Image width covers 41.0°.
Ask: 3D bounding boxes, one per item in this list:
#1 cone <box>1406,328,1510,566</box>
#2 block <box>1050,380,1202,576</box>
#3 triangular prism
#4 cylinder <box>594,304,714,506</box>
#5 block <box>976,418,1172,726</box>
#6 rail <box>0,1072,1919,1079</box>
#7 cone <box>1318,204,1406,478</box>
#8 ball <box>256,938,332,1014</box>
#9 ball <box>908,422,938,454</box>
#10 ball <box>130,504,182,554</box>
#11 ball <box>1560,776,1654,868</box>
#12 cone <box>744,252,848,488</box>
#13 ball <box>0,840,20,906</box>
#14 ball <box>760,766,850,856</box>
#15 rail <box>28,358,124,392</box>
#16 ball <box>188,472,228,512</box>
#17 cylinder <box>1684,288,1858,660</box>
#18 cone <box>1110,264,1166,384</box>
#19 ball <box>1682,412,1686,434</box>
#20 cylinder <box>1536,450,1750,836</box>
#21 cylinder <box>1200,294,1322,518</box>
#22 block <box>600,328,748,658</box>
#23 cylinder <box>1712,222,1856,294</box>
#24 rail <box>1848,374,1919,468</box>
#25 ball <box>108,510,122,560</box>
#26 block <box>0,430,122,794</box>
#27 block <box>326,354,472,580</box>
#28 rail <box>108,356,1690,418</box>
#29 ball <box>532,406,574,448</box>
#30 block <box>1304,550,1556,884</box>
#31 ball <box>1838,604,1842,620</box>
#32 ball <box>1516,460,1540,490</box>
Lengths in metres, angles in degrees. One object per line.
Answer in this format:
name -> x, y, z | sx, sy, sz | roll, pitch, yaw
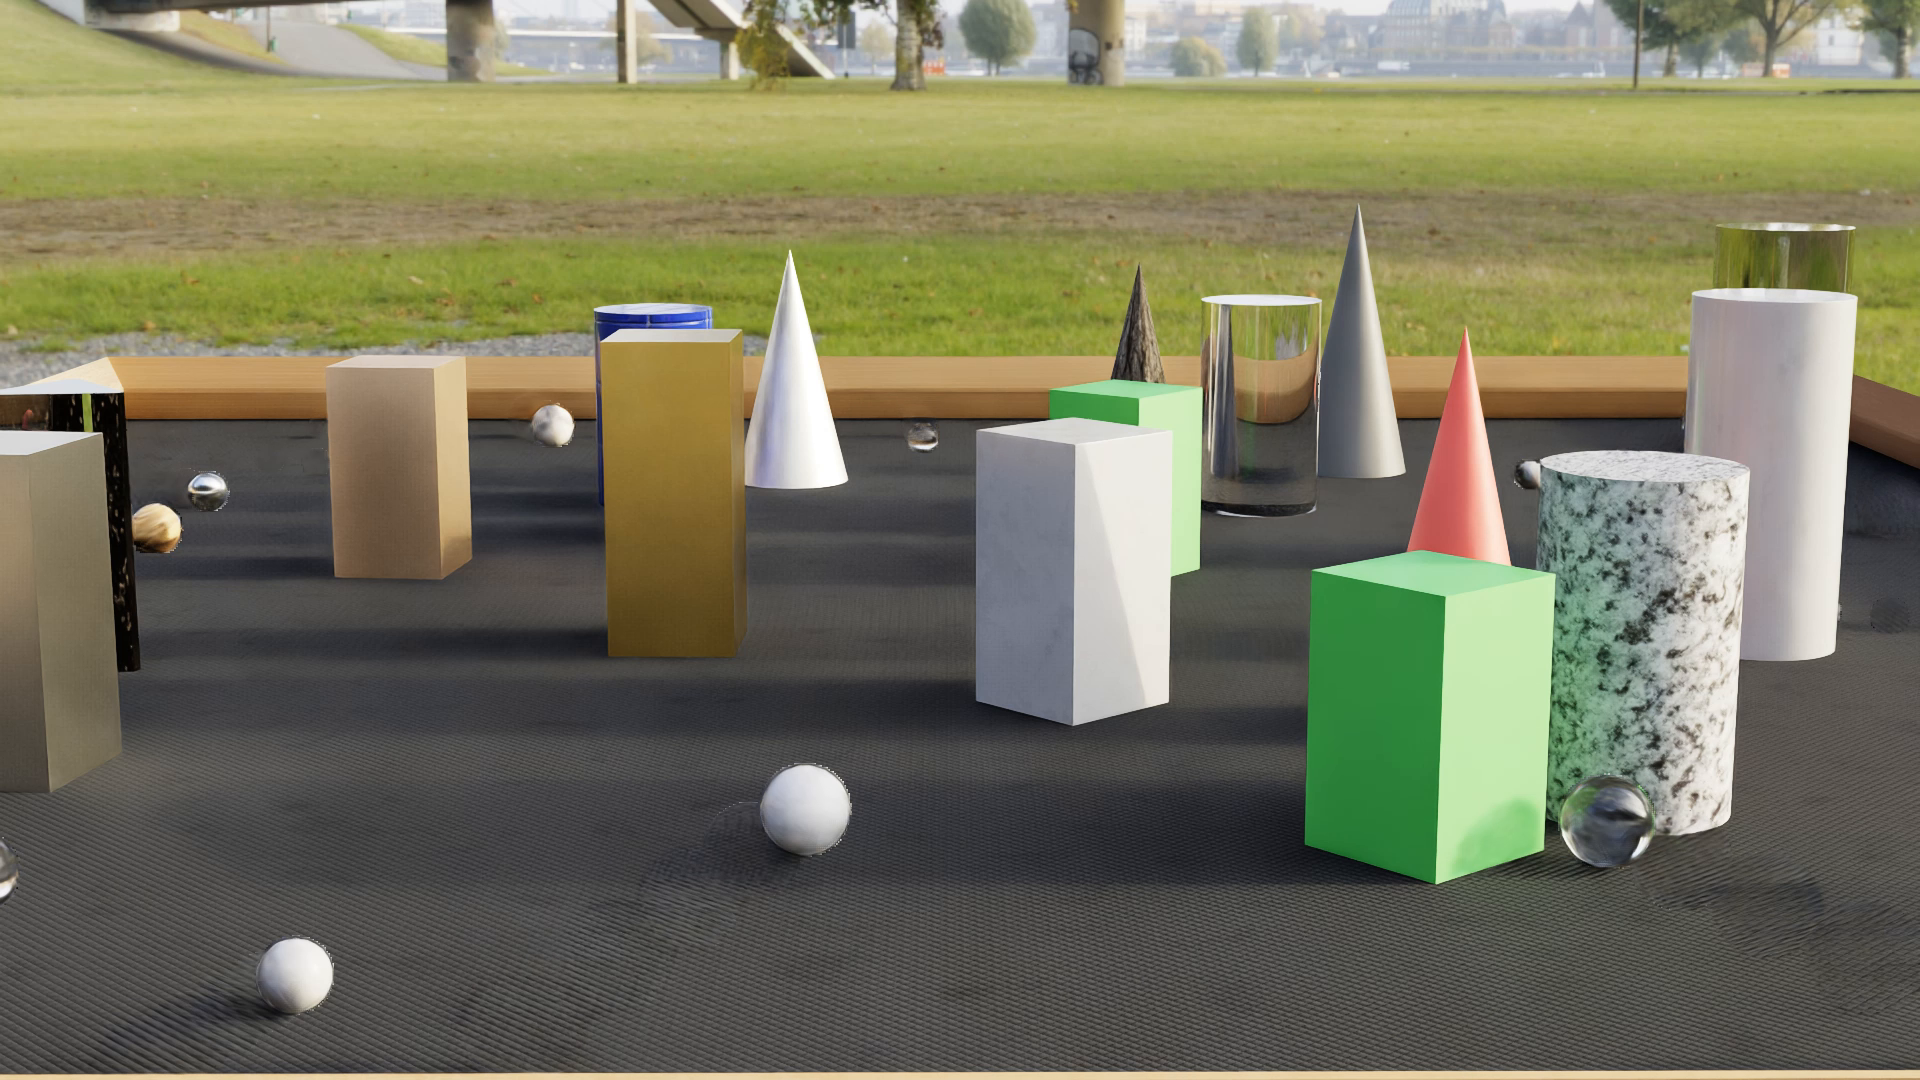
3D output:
cone -> 0.549, -0.013, 2.825 | 0.197, 0.448, 0.197 | 0, 10, 0
block -> 0.240, -0.087, 3.720 | 0.158, 0.267, 0.158 | 8, 13, 38
triangular prism -> -1.095, -0.020, 3.156 | 0.171, 0.341, 0.148 | -1, 11, -7
cylinder -> -0.511, -0.225, 4.305 | 0.197, 0.326, 0.197 | 0, 10, 0
block -> 0.130, 0.031, 2.944 | 0.158, 0.317, 0.158 | -10, 14, -42
rail -> 0.011, 0.380, 1.575 | 3.521, 0.128, 0.045 | 0, 10, 0
cone -> 0.712, -0.368, 4.632 | 0.197, 0.487, 0.197 | 0, 10, 0
ball -> -0.518, 0.339, 1.996 | 0.057, 0.057, 0.057 | 0, 10, 0
ball -> -0.069, -0.193, 4.865 | 0.059, 0.059, 0.059 | 0, 10, 0
ball -> -1.213, -0.017, 3.866 | 0.076, 0.076, 0.076 | 0, 10, 0
ball -> 0.594, 0.259, 2.355 | 0.084, 0.084, 0.084 | 0, 10, 0
cone -> -0.298, -0.309, 4.526 | 0.197, 0.409, 0.197 | 0, 10, 0
ball -> -0.855, 0.290, 2.230 | 0.070, 0.070, 0.070 | 0, 10, 0
ball -> -0.144, 0.252, 2.394 | 0.083, 0.083, 0.083 | 0, 10, 0
rail -> -1.737, 0.035, 3.439 | 0.045, 0.128, 3.860 | 0, 10, 0
ball -> -1.242, -0.079, 4.235 | 0.064, 0.064, 0.064 | 0, 10, 0
cylinder -> 1.013, -0.086, 3.231 | 0.197, 0.444, 0.197 | 0, 10, 0
cone -> 0.282, -0.231, 4.073 | 0.197, 0.422, 0.197 | 0, 10, 0
ball -> 1.441, -0.226, 4.944 | 0.095, 0.095, 0.095 | 0, 10, 0
cylinder -> 0.664, 0.096, 2.521 | 0.197, 0.343, 0.197 | 0, 10, 0
cylinder -> 0.496, -0.225, 4.249 | 0.197, 0.346, 0.197 | 0, 10, 0
block -> -0.358, -0.062, 3.238 | 0.158, 0.393, 0.158 | 0, 10, 1
cylinder -> 1.212, -0.219, 3.815 | 0.197, 0.492, 0.197 | 0, 10, 0
rail -> 1.737, 0.031, 3.459 | 0.045, 0.128, 3.860 | 0, 10, 0
ball -> -1.276, -0.006, 3.747 | 0.098, 0.098, 0.098 | 0, 10, 0
block -> -0.988, 0.070, 2.656 | 0.158, 0.346, 0.158 | 2, 11, 8
block -> -0.814, -0.109, 3.735 | 0.158, 0.304, 0.158 | 1, 11, 5
rail -> -0.011, -0.314, 5.323 | 3.521, 0.128, 0.045 | 0, 10, 0
ball -> -0.786, -0.219, 4.945 | 0.081, 0.081, 0.081 | 0, 10, 0
block -> 0.437, 0.160, 2.395 | 0.158, 0.265, 0.158 | -9, 14, -40
ball -> 1.132, 0.094, 3.360 | 0.043, 0.043, 0.043 | 0, 10, 0
ball -> 0.991, -0.113, 4.456 | 0.050, 0.050, 0.050 | 0, 10, 0
